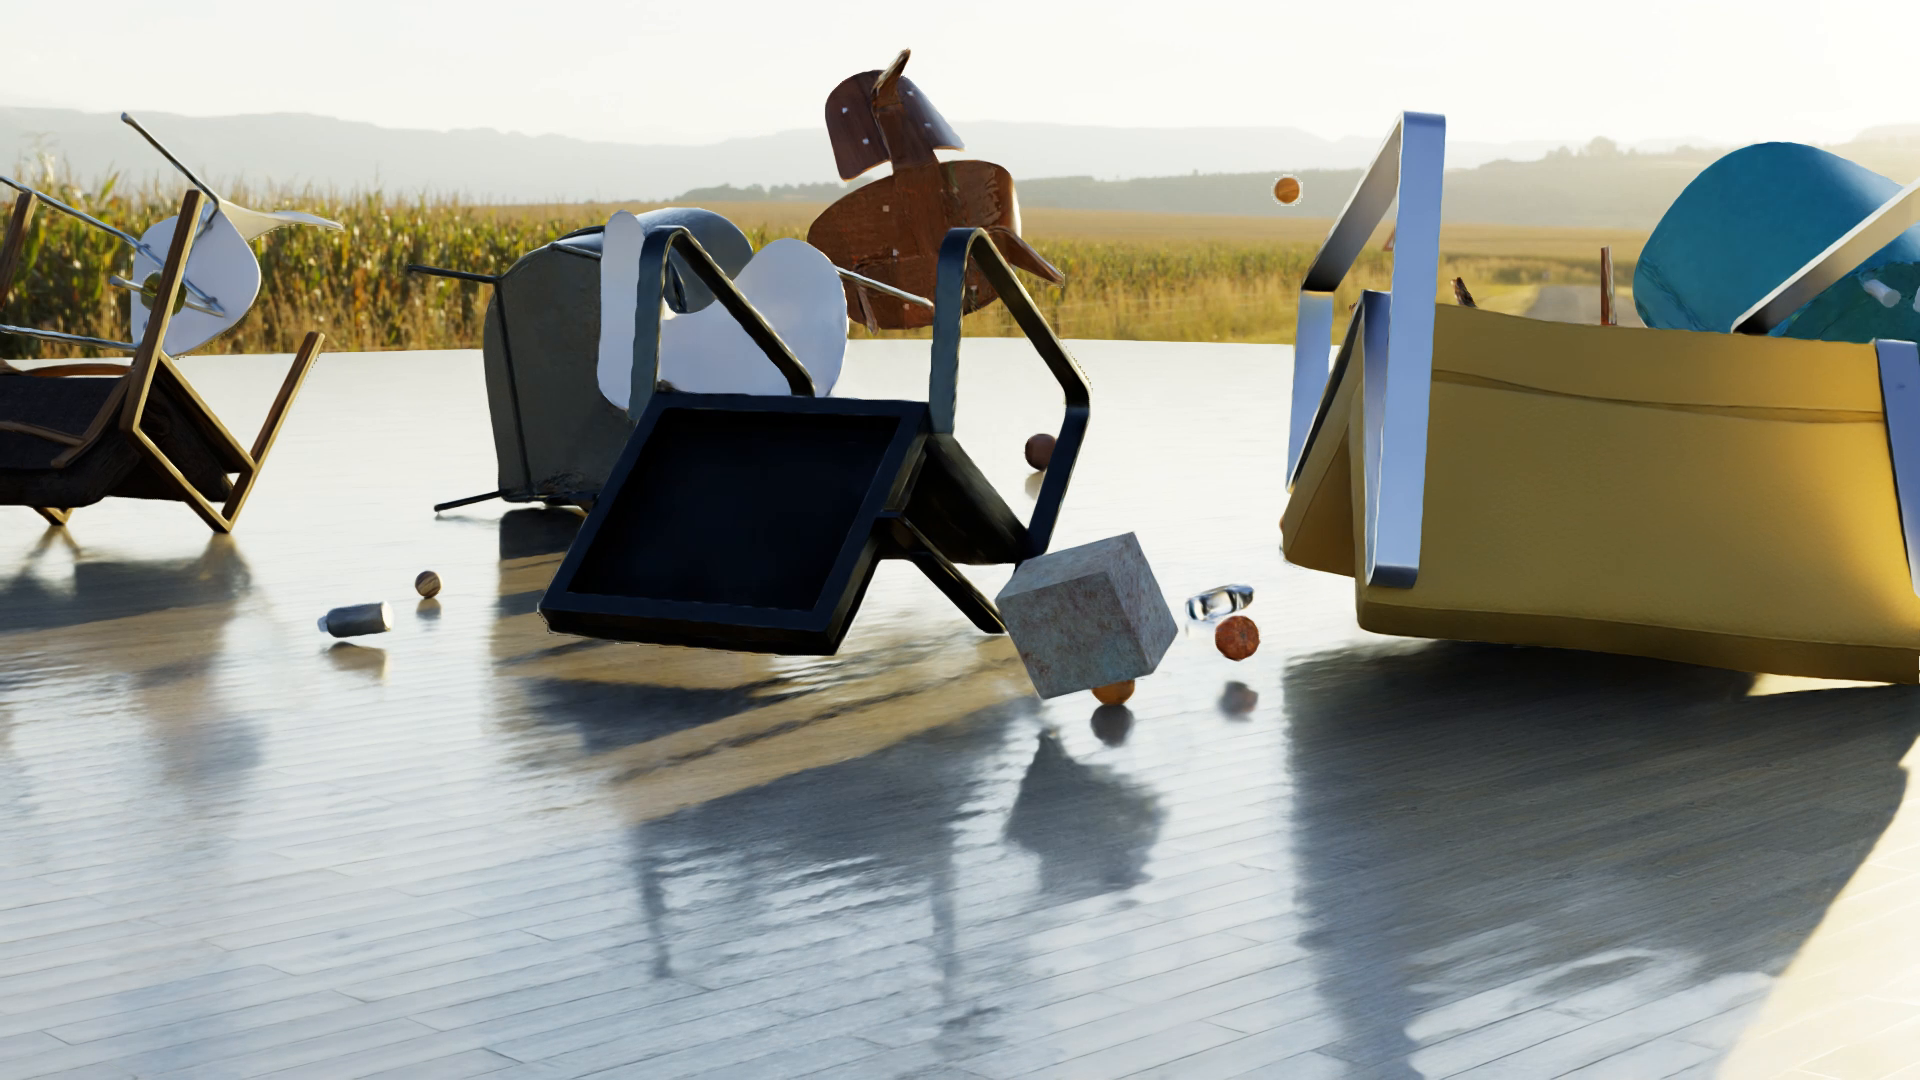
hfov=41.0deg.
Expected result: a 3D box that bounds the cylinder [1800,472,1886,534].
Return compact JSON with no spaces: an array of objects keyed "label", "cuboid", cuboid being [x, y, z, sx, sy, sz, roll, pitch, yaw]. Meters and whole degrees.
[{"label":"cylinder","cuboid":[2.285,-0.098,6.639,0.153,0.147,0.170,-21,8,-4]}]

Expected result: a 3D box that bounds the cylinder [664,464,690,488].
[{"label":"cylinder","cuboid":[-0.857,-0.186,7.785,0.072,0.089,0.080,-1,-7,-10]}]

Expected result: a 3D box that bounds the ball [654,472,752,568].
[{"label":"ball","cuboid":[-0.577,-0.045,5.775,0.220,0.220,0.220,0,6,0]}]

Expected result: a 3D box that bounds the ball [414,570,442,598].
[{"label":"ball","cuboid":[-1.089,0.090,5.259,0.057,0.057,0.057,0,6,0]}]

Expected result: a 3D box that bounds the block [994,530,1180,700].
[{"label":"block","cuboid":[0.188,0.112,3.795,0.191,0.174,0.130,-16,19,30]}]

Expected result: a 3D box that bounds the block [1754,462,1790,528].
[{"label":"block","cuboid":[2.127,-0.117,6.721,0.069,0.089,0.144,-6,43,27]}]

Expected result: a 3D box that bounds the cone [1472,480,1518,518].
[{"label":"cone","cuboid":[1.438,-0.089,7.020,0.109,0.133,0.102,-38,16,49]}]

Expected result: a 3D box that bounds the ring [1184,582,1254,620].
[{"label":"ring","cuboid":[0.500,0.118,4.941,0.133,0.050,0.150,-18,2,-32]}]

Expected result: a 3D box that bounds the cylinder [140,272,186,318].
[{"label":"cylinder","cuboid":[-2.099,-0.647,6.762,0.065,0.105,0.094,22,6,28]}]
